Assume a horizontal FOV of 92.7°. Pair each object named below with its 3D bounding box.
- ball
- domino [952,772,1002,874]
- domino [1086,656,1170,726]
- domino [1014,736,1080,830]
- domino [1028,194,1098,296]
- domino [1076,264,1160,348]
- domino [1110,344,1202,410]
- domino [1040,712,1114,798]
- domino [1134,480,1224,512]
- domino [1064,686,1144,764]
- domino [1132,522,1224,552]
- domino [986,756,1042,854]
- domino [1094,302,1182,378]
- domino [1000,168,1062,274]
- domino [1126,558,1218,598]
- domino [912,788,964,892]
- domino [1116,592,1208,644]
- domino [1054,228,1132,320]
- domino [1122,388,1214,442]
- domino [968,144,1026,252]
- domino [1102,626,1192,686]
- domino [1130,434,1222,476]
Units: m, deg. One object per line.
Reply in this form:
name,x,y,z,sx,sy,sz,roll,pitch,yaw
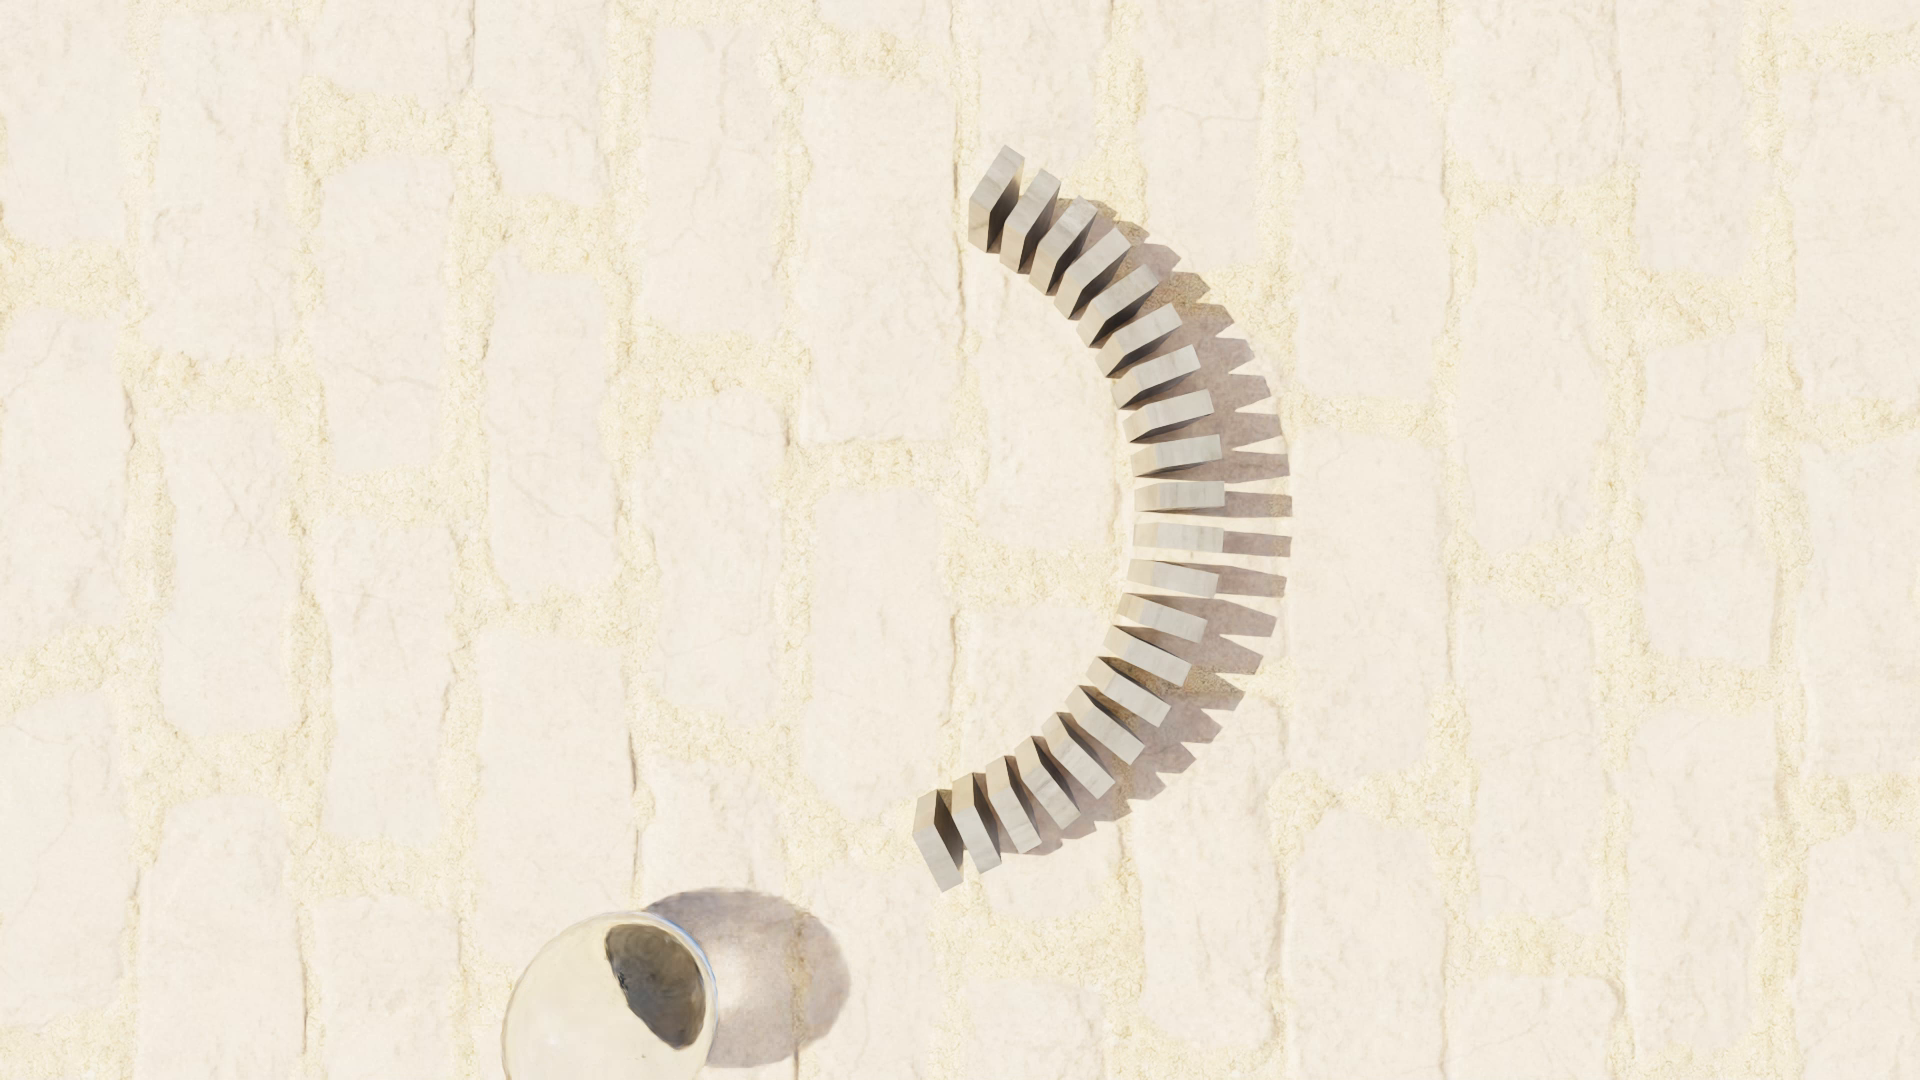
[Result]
ball,-0.136,0.188,0.360,0.080,0.080,0.080,0,90,0
domino,0.006,0.115,0.375,0.009,0.050,0.025,-26,90,0
domino,0.068,0.061,0.375,0.025,0.050,0.010,31,90,0
domino,0.035,0.098,0.375,0.010,0.050,0.025,-39,90,0
domino,0.041,-0.119,0.375,0.009,0.050,0.025,39,90,0
domino,0.063,-0.095,0.375,0.025,0.050,0.009,-35,90,0
domino,0.079,-0.066,0.375,0.025,0.050,0.010,-21,90,0
domino,0.047,0.087,0.375,0.025,0.050,0.010,45,90,0
domino,0.089,-0.018,0.375,0.025,0.050,0.010,-1,90,0
domino,0.058,0.075,0.375,0.025,0.050,0.010,38,90,0
domino,0.088,-0.001,0.375,0.025,0.050,0.010,5,90,0
domino,0.021,0.107,0.375,0.010,0.050,0.025,-29,90,0
domino,0.072,-0.081,0.375,0.025,0.050,0.010,-28,90,0
domino,0.028,-0.129,0.375,0.010,0.050,0.025,34,90,0
domino,0.086,0.015,0.375,0.025,0.050,0.010,12,90,0
domino,-0.008,0.122,0.375,0.009,0.050,0.025,-28,90,0
domino,0.081,0.031,0.375,0.025,0.050,0.010,18,90,0
domino,0.053,-0.108,0.375,0.025,0.050,0.009,-41,90,0
domino,0.084,-0.050,0.375,0.025,0.050,0.009,-15,90,0
domino,0.014,-0.138,0.375,0.009,0.050,0.025,33,90,0
domino,0.075,0.047,0.375,0.025,0.050,0.010,25,90,0
domino,0.087,-0.034,0.375,0.025,0.050,0.010,-8,90,0
